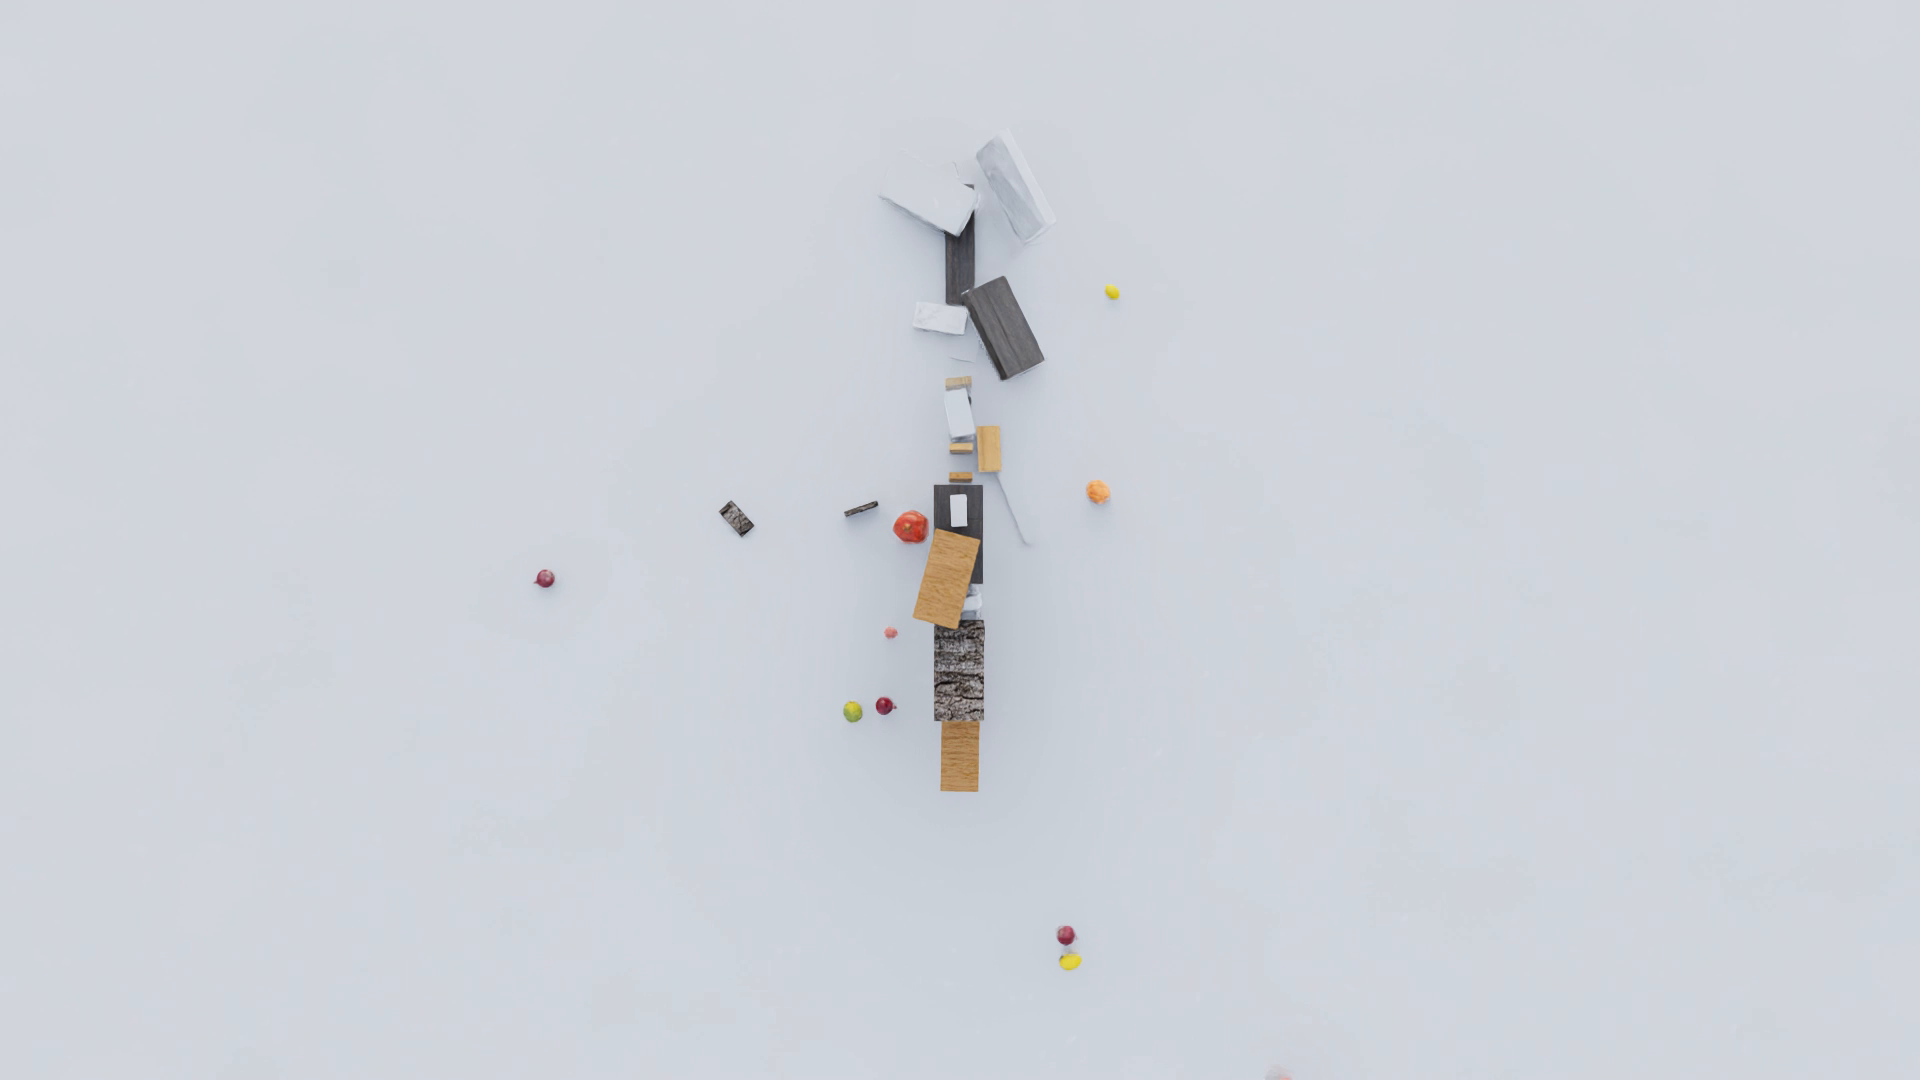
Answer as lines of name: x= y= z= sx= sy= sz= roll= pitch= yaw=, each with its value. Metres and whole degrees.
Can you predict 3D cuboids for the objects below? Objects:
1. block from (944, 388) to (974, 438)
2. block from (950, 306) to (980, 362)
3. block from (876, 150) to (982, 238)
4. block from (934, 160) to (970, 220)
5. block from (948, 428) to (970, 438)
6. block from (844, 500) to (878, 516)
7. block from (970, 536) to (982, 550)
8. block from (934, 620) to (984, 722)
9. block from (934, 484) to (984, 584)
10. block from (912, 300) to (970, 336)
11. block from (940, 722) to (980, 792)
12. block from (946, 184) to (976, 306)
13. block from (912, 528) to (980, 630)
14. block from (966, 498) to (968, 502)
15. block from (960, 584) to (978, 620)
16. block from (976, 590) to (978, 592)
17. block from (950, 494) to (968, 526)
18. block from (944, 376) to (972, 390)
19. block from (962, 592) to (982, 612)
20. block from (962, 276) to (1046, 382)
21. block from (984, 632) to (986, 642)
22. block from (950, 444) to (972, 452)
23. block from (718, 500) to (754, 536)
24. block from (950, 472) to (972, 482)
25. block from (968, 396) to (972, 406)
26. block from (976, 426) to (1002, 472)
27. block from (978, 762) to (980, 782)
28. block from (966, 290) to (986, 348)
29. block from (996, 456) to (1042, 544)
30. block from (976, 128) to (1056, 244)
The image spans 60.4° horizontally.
block: x=-0.003 y=-0.412 z=5.341 sx=0.074 sy=0.021 sz=0.149 roll=-11 pitch=90 yaw=0
block: x=0.023 y=-0.685 z=5.488 sx=0.087 sy=0.025 sz=0.175 roll=10 pitch=90 yaw=0
block: x=-0.103 y=-1.140 z=5.434 sx=0.312 sy=0.044 sz=0.156 roll=31 pitch=97 yaw=13
block: x=-0.041 y=-1.143 z=5.455 sx=0.098 sy=0.028 sz=0.196 roll=-15 pitch=86 yaw=15
block: x=0.000 y=-0.356 z=5.426 sx=0.074 sy=0.149 sz=0.021 roll=-7 pitch=90 yaw=0
block: x=-0.328 y=-0.104 z=5.471 sx=0.114 sy=0.057 sz=0.016 roll=-19 pitch=90 yaw=0
block: x=-0.001 y=0.007 z=5.010 sx=0.136 sy=0.272 sz=0.039 roll=0 pitch=90 yaw=0
block: x=-0.003 y=0.390 z=4.929 sx=0.149 sy=0.042 sz=0.299 roll=0 pitch=90 yaw=0
block: x=-0.005 y=-0.017 z=5.167 sx=0.155 sy=0.044 sz=0.311 roll=0 pitch=90 yaw=0
block: x=-0.063 y=-0.735 z=5.472 sx=0.175 sy=0.025 sz=0.087 roll=11 pitch=90 yaw=11
block: x=0.000 y=0.659 z=5.110 sx=0.118 sy=0.033 sz=0.236 roll=1 pitch=90 yaw=0
block: x=0.000 y=-0.981 z=5.486 sx=0.098 sy=0.028 sz=0.396 roll=0 pitch=90 yaw=0
block: x=-0.039 y=0.114 z=4.853 sx=0.136 sy=0.039 sz=0.272 roll=15 pitch=91 yaw=2
block: x=-0.002 y=-0.123 z=5.097 sx=0.048 sy=0.096 sz=0.014 roll=0 pitch=90 yaw=0
block: x=-0.001 y=0.253 z=5.265 sx=0.110 sy=0.031 sz=0.220 roll=-1 pitch=90 yaw=0
block: x=0.000 y=0.179 z=5.390 sx=0.110 sy=0.220 sz=0.031 roll=0 pitch=90 yaw=0
block: x=-0.004 y=-0.090 z=5.042 sx=0.048 sy=0.014 sz=0.096 roll=-3 pitch=90 yaw=0
block: x=-0.005 y=-0.514 z=5.413 sx=0.087 sy=0.175 sz=0.025 roll=-7 pitch=90 yaw=0
block: x=-0.007 y=0.195 z=5.059 sx=0.136 sy=0.376 sz=0.039 roll=-10 pitch=90 yaw=2
block: x=0.144 y=-0.699 z=5.439 sx=0.156 sy=0.044 sz=0.312 roll=-28 pitch=94 yaw=-24
block: x=0.001 y=0.285 z=5.100 sx=0.149 sy=0.299 sz=0.042 roll=-1 pitch=90 yaw=0
block: x=0.003 y=-0.304 z=5.424 sx=0.076 sy=0.151 sz=0.021 roll=0 pitch=90 yaw=0
block: x=-0.744 y=-0.071 z=5.492 sx=0.057 sy=0.016 sz=0.114 roll=-42 pitch=90 yaw=0
block: x=0.003 y=-0.206 z=5.424 sx=0.076 sy=0.151 sz=0.021 roll=0 pitch=87 yaw=0
block: x=0.000 y=-0.453 z=5.425 sx=0.074 sy=0.148 sz=0.021 roll=-7 pitch=92 yaw=0
block: x=0.097 y=-0.303 z=5.479 sx=0.076 sy=0.021 sz=0.151 roll=-3 pitch=83 yaw=2
block: x=0.003 y=0.738 z=5.313 sx=0.118 sy=0.373 sz=0.033 roll=0 pitch=90 yaw=0
block: x=0.091 y=-0.742 z=5.461 sx=0.098 sy=0.028 sz=0.196 roll=-22 pitch=91 yaw=-24
block: x=0.189 y=-0.132 z=5.492 sx=0.057 sy=0.016 sz=0.296 roll=-23 pitch=90 yaw=0
block: x=0.183 y=-1.162 z=5.422 sx=0.044 sy=0.156 sz=0.339 roll=-28 pitch=90 yaw=-32
